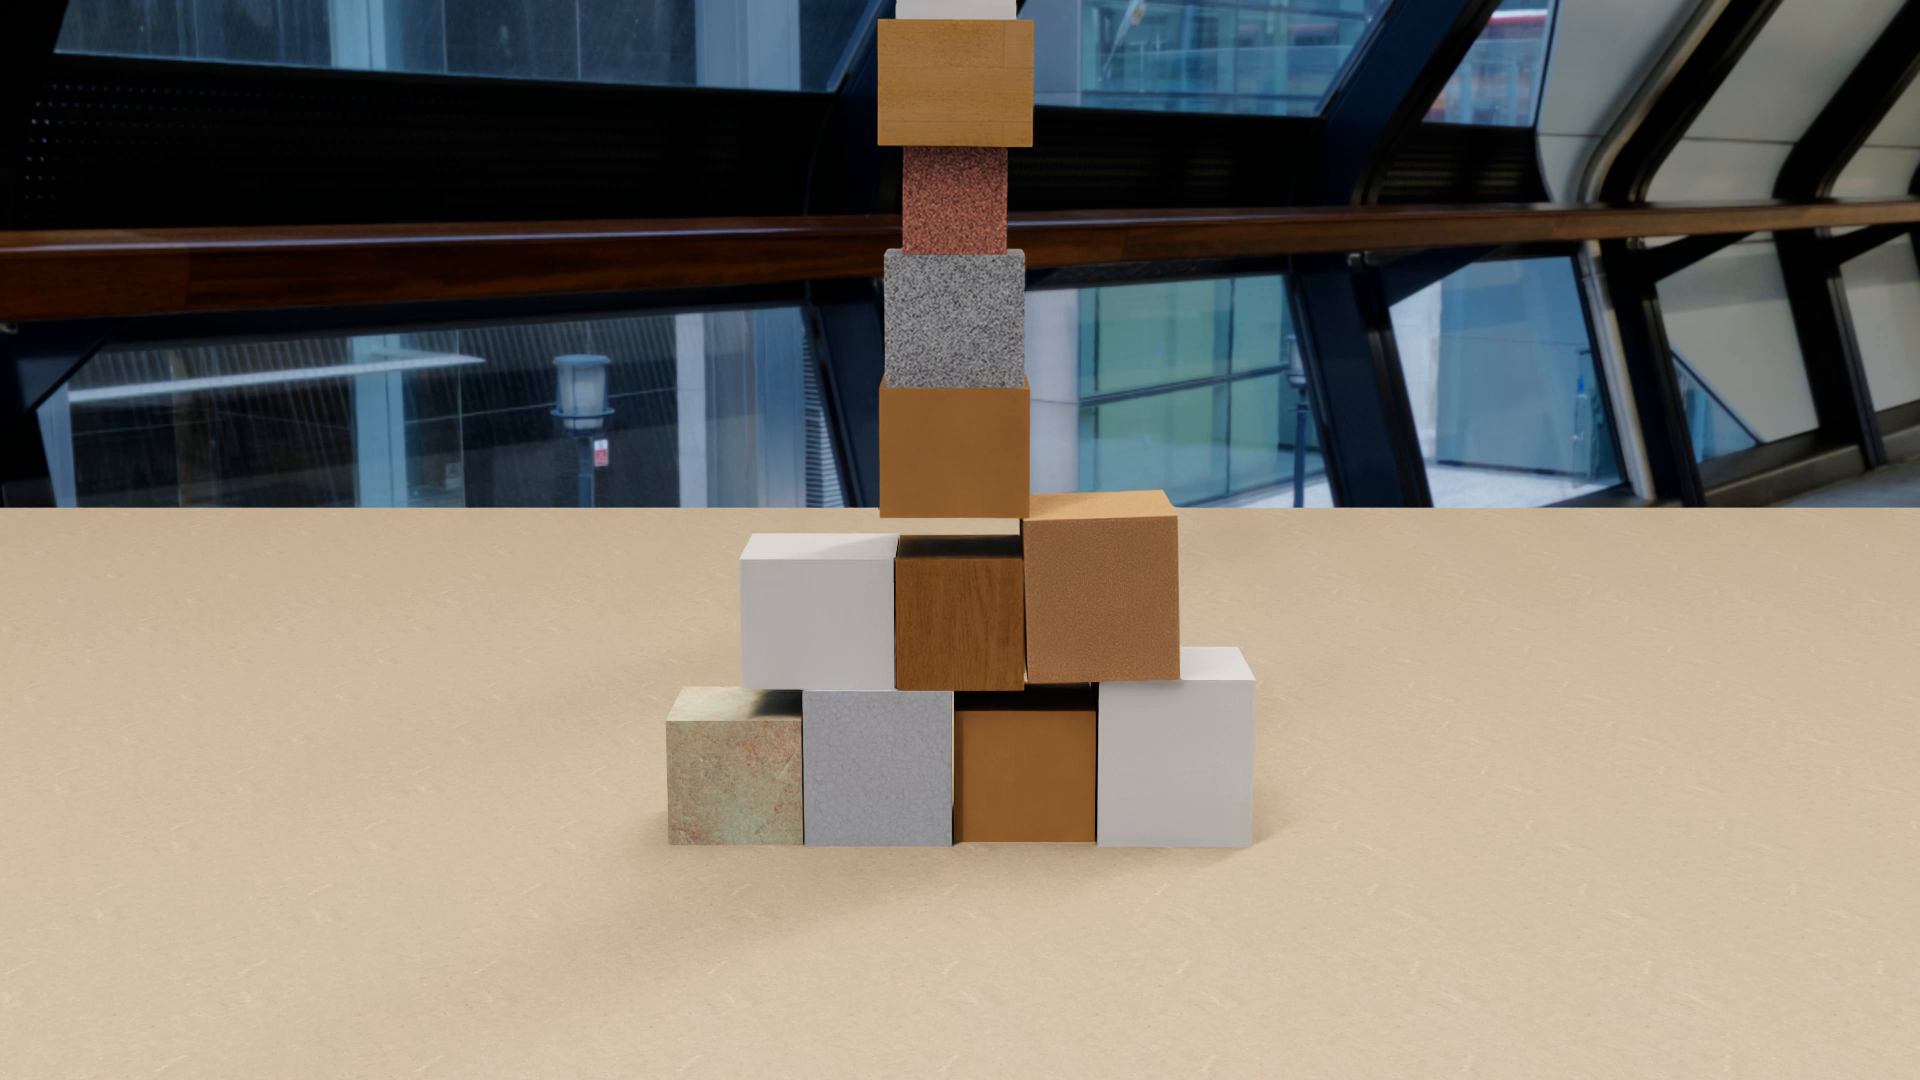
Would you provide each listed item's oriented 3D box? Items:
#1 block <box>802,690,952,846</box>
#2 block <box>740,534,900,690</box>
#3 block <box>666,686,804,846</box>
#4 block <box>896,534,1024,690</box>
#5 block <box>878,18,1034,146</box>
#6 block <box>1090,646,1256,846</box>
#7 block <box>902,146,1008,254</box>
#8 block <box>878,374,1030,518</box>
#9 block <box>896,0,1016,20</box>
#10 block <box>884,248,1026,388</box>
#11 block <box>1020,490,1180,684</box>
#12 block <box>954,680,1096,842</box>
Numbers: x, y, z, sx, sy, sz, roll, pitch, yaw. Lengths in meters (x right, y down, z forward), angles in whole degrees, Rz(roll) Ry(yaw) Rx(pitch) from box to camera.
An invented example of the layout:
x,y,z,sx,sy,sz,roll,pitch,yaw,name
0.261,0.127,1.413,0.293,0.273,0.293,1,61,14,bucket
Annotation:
x,y,z,sx,sy,sz,roll,pitch,yaw,name
-0.412,1.081,11.367,0.741,0.806,0.749,0,10,0,block
-0.705,0.355,11.262,0.771,0.660,0.720,0,10,0,block
-1.131,1.159,11.382,0.677,0.648,0.700,0,10,0,block
0.000,0.360,11.240,0.635,0.656,0.741,0,10,0,block
-0.021,-2.229,10.770,0.740,0.589,0.707,0,10,0,block
1.081,1.054,11.354,0.777,0.863,0.726,0,10,0,block
-0.025,-1.684,10.862,0.505,0.517,0.513,0,10,0,block
-0.026,-0.483,11.089,0.736,0.636,0.705,0,10,0,block
-0.018,-2.791,10.688,0.576,0.546,0.538,0,10,0,block
-0.027,-1.116,10.994,0.682,0.644,0.624,0,10,0,block
0.700,0.225,11.204,0.754,0.821,0.803,-2,10,0,block
0.325,1.138,11.394,0.714,0.684,0.624,0,10,0,block
